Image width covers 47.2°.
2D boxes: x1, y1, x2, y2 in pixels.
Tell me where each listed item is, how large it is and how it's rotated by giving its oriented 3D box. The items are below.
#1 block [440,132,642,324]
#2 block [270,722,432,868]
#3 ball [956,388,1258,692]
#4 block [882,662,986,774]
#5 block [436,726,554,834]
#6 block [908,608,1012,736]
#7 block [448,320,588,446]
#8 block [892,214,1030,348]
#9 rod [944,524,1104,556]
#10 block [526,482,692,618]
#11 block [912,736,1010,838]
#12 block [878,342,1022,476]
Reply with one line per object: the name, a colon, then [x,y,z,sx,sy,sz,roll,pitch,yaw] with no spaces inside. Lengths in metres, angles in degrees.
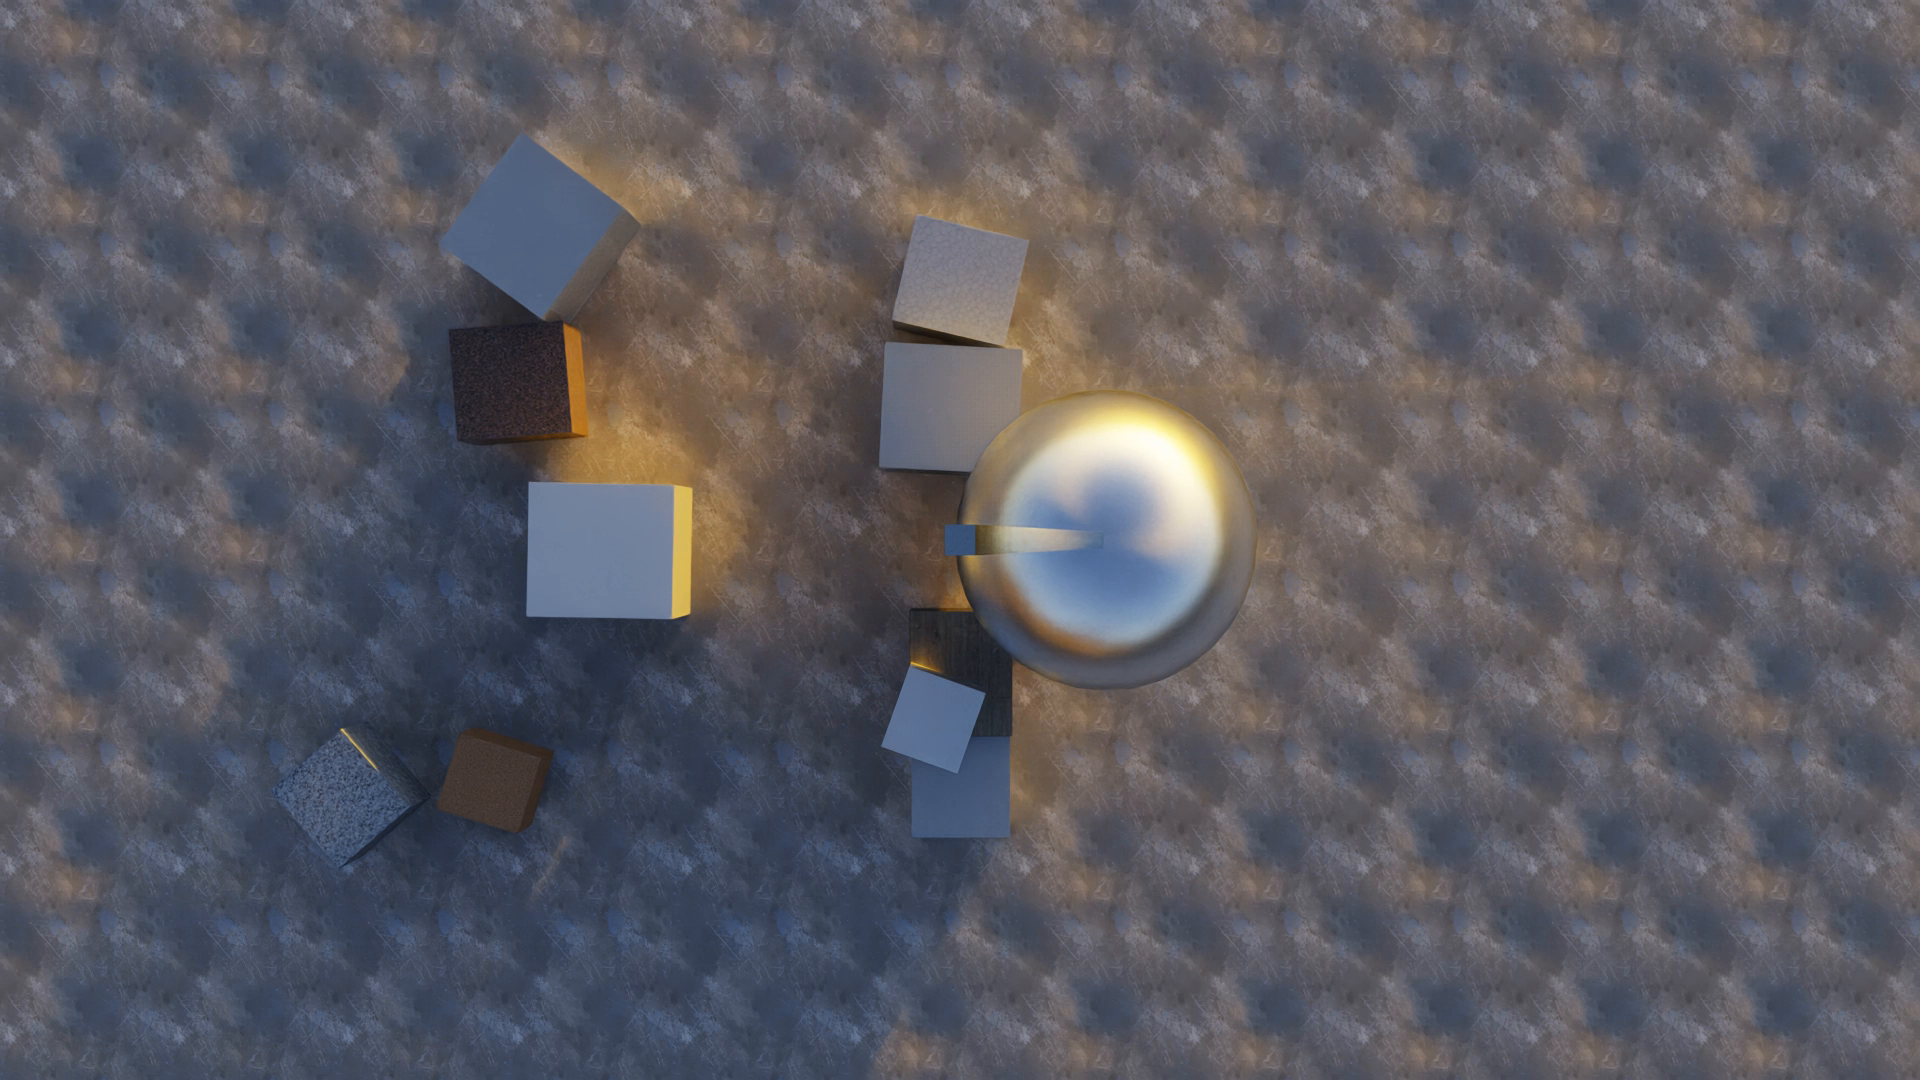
block: [-2.396,-1.759,12.643,0.710,0.715,0.776,36,90,0]
block: [-3.514,1.469,12.727,0.533,0.547,0.587,-41,90,0]
ball: [0.770,0.000,11.643,1.600,1.600,1.600,0,90,0]
block: [-0.144,0.977,12.155,0.440,0.431,0.463,20,90,0]
block: [-2.699,1.393,12.793,0.489,0.414,0.455,17,90,0]
block: [0.003,0.752,12.685,0.582,0.630,0.701,0,90,0]
block: [-2.543,-0.900,12.716,0.650,0.569,0.636,-5,90,0]
block: [0.003,-1.473,12.729,0.657,0.541,0.618,13,90,0]
rod: [0.334,0.000,8.271,0.080,5.200,0.080,0,90,7]
block: [-1.992,0.058,12.592,0.807,0.815,0.744,1,90,0]
block: [0.005,1.398,12.730,0.557,0.540,0.571,0,90,0]
block: [-0.051,-0.731,12.594,0.764,0.811,0.694,3,90,0]
